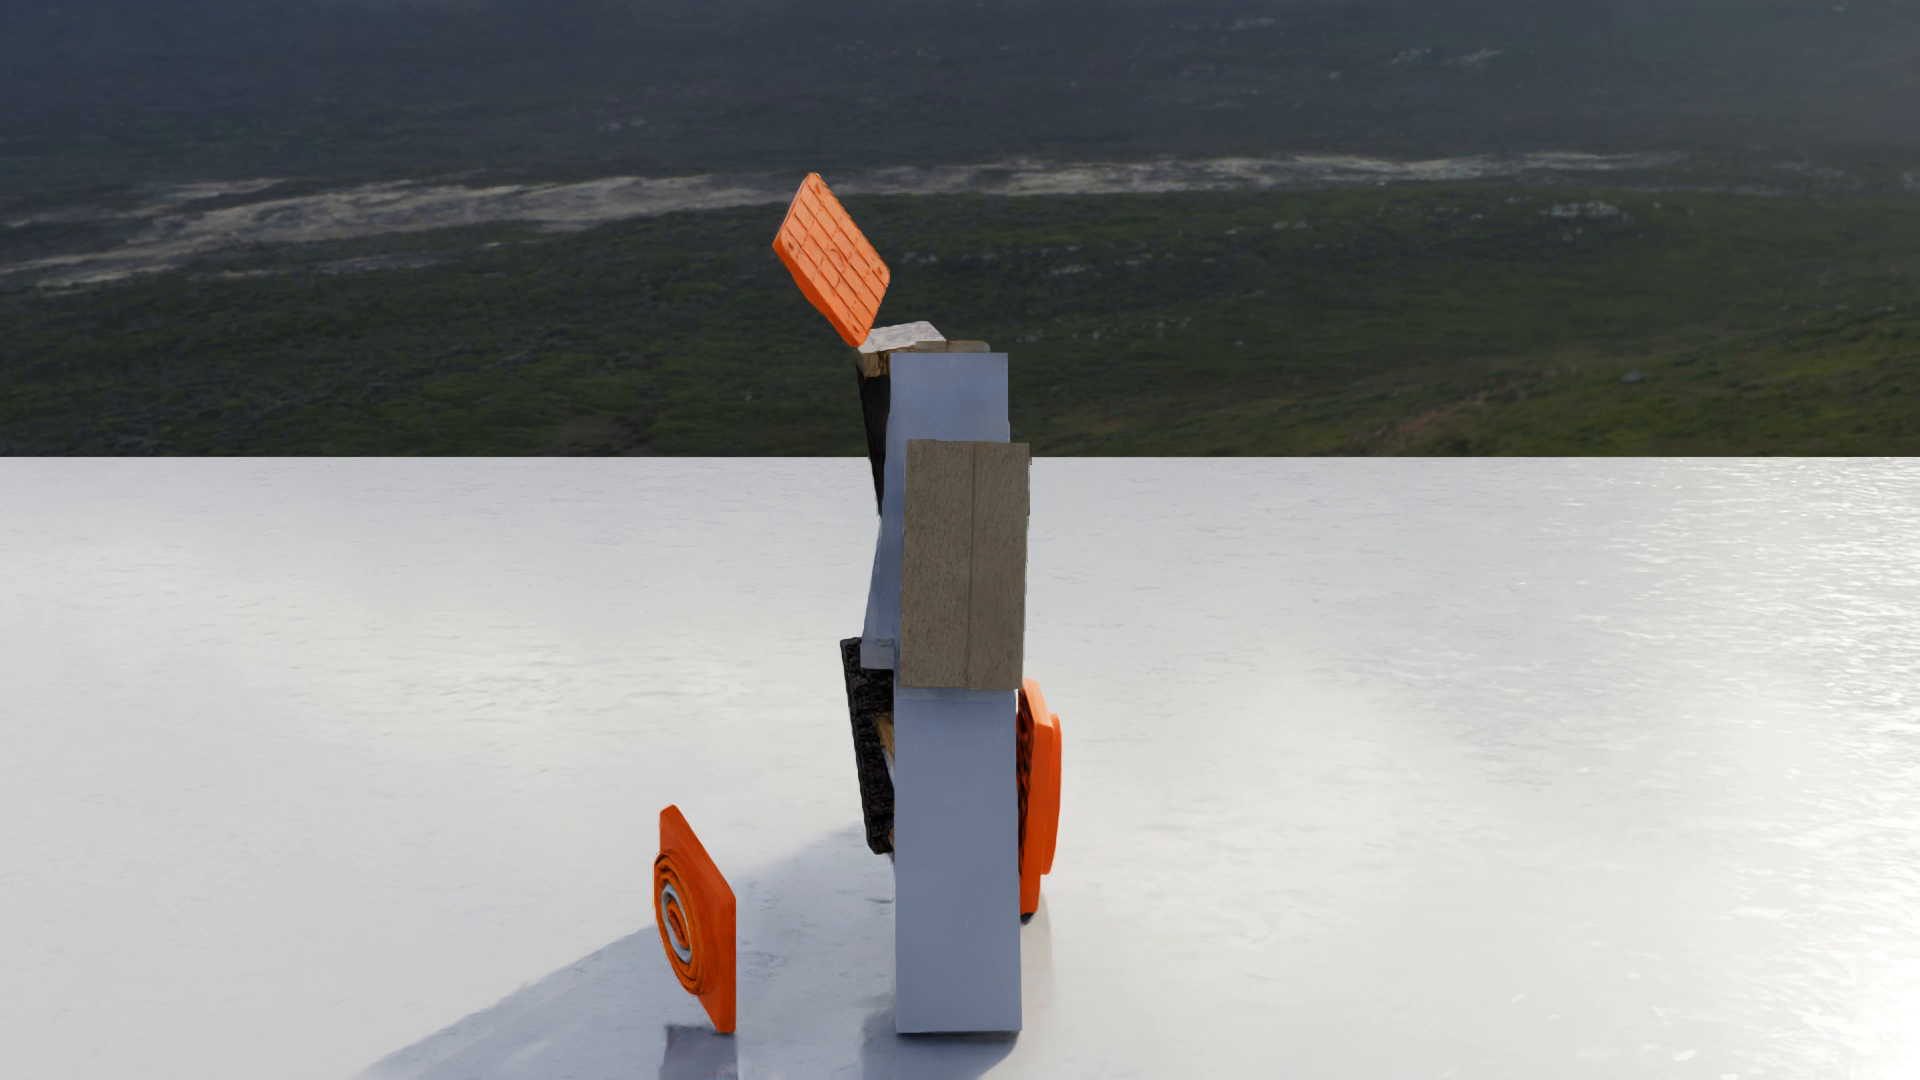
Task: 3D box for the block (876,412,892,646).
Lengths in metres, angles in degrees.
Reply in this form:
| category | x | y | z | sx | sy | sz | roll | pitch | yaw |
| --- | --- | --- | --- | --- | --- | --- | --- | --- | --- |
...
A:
| category | x | y | z | sx | sy | sz | roll | pitch | yaw |
| --- | --- | --- | --- | --- | --- | --- | --- | --- | --- |
| block | -0.030 | -0.014 | 3.315 | 0.176 | 0.351 | 0.050 | 3 | -16 | -1 |

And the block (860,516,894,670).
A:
| category | x | y | z | sx | sy | sz | roll | pitch | yaw |
| --- | --- | --- | --- | --- | --- | --- | --- | --- | --- |
| block | -0.051 | 0.068 | 3.434 | 0.171 | 0.049 | 0.343 | 4 | 41 | 2 |

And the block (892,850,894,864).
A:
| category | x | y | z | sx | sy | sz | roll | pitch | yaw |
| --- | --- | --- | --- | --- | --- | --- | --- | --- | --- |
| block | -0.029 | 0.565 | 3.391 | 0.111 | 0.031 | 0.222 | -3 | 45 | -14 |

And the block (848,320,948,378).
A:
| category | x | y | z | sx | sy | sz | roll | pitch | yaw |
| --- | --- | --- | --- | --- | --- | --- | --- | --- | --- |
| block | -0.114 | -0.347 | 3.978 | 0.152 | 0.043 | 0.303 | -10 | 13 | -5 |

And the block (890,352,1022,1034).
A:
| category | x | y | z | sx | sy | sz | roll | pitch | yaw |
| --- | --- | --- | --- | --- | --- | --- | --- | --- | --- |
| block | -0.009 | 0.207 | 3.203 | 0.175 | 0.996 | 0.050 | 0 | -14 | -2 |

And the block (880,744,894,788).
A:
| category | x | y | z | sx | sy | sz | roll | pitch | yaw |
| --- | --- | --- | --- | --- | --- | --- | --- | --- | --- |
| block | -0.058 | 0.383 | 3.390 | 0.084 | 0.168 | 0.024 | -15 | -2 | -27 |

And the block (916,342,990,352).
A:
| category | x | y | z | sx | sy | sz | roll | pitch | yaw |
| --- | --- | --- | --- | --- | --- | --- | --- | --- | --- |
| block | -0.010 | -0.313 | 3.670 | 0.111 | 0.031 | 0.221 | 0 | 4 | 3 |

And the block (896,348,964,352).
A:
| category | x | y | z | sx | sy | sz | roll | pitch | yaw |
| --- | --- | --- | --- | --- | --- | --- | --- | --- | --- |
| block | -0.046 | -0.214 | 3.462 | 0.108 | 0.031 | 0.217 | 1 | 48 | -4 |

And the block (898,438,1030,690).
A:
| category | x | y | z | sx | sy | sz | roll | pitch | yaw |
| --- | --- | --- | --- | --- | --- | --- | --- | --- | --- |
| block | 0.005 | 0.035 | 3.153 | 0.175 | 0.351 | 0.050 | 2 | -1 | -3 |

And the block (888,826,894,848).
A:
| category | x | y | z | sx | sy | sz | roll | pitch | yaw |
| --- | --- | --- | --- | --- | --- | --- | --- | --- | --- |
| block | -0.015 | 0.525 | 3.376 | 0.111 | 0.031 | 0.222 | -12 | 52 | -24 |

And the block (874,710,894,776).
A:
| category | x | y | z | sx | sy | sz | roll | pitch | yaw |
| --- | --- | --- | --- | --- | --- | --- | --- | --- | --- |
| block | -0.067 | 0.324 | 3.333 | 0.084 | 0.024 | 0.168 | -5 | 41 | -17 |

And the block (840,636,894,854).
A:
| category | x | y | z | sx | sy | sz | roll | pitch | yaw |
| --- | --- | --- | --- | --- | --- | --- | --- | --- | --- |
| block | -0.078 | 0.309 | 3.445 | 0.171 | 0.343 | 0.049 | -11 | 16 | -15 |

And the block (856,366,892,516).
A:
| category | x | y | z | sx | sy | sz | roll | pitch | yaw |
| --- | --- | --- | --- | --- | --- | --- | --- | --- | --- |
| block | -0.059 | 0.061 | 4.166 | 0.152 | 0.845 | 0.043 | -8 | 11 | 1 |

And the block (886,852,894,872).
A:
| category | x | y | z | sx | sy | sz | roll | pitch | yaw |
| --- | --- | --- | --- | --- | --- | --- | --- | --- | --- |
| block | -0.080 | 0.454 | 3.540 | 0.100 | 0.028 | 0.201 | -11 | 55 | -15 |
